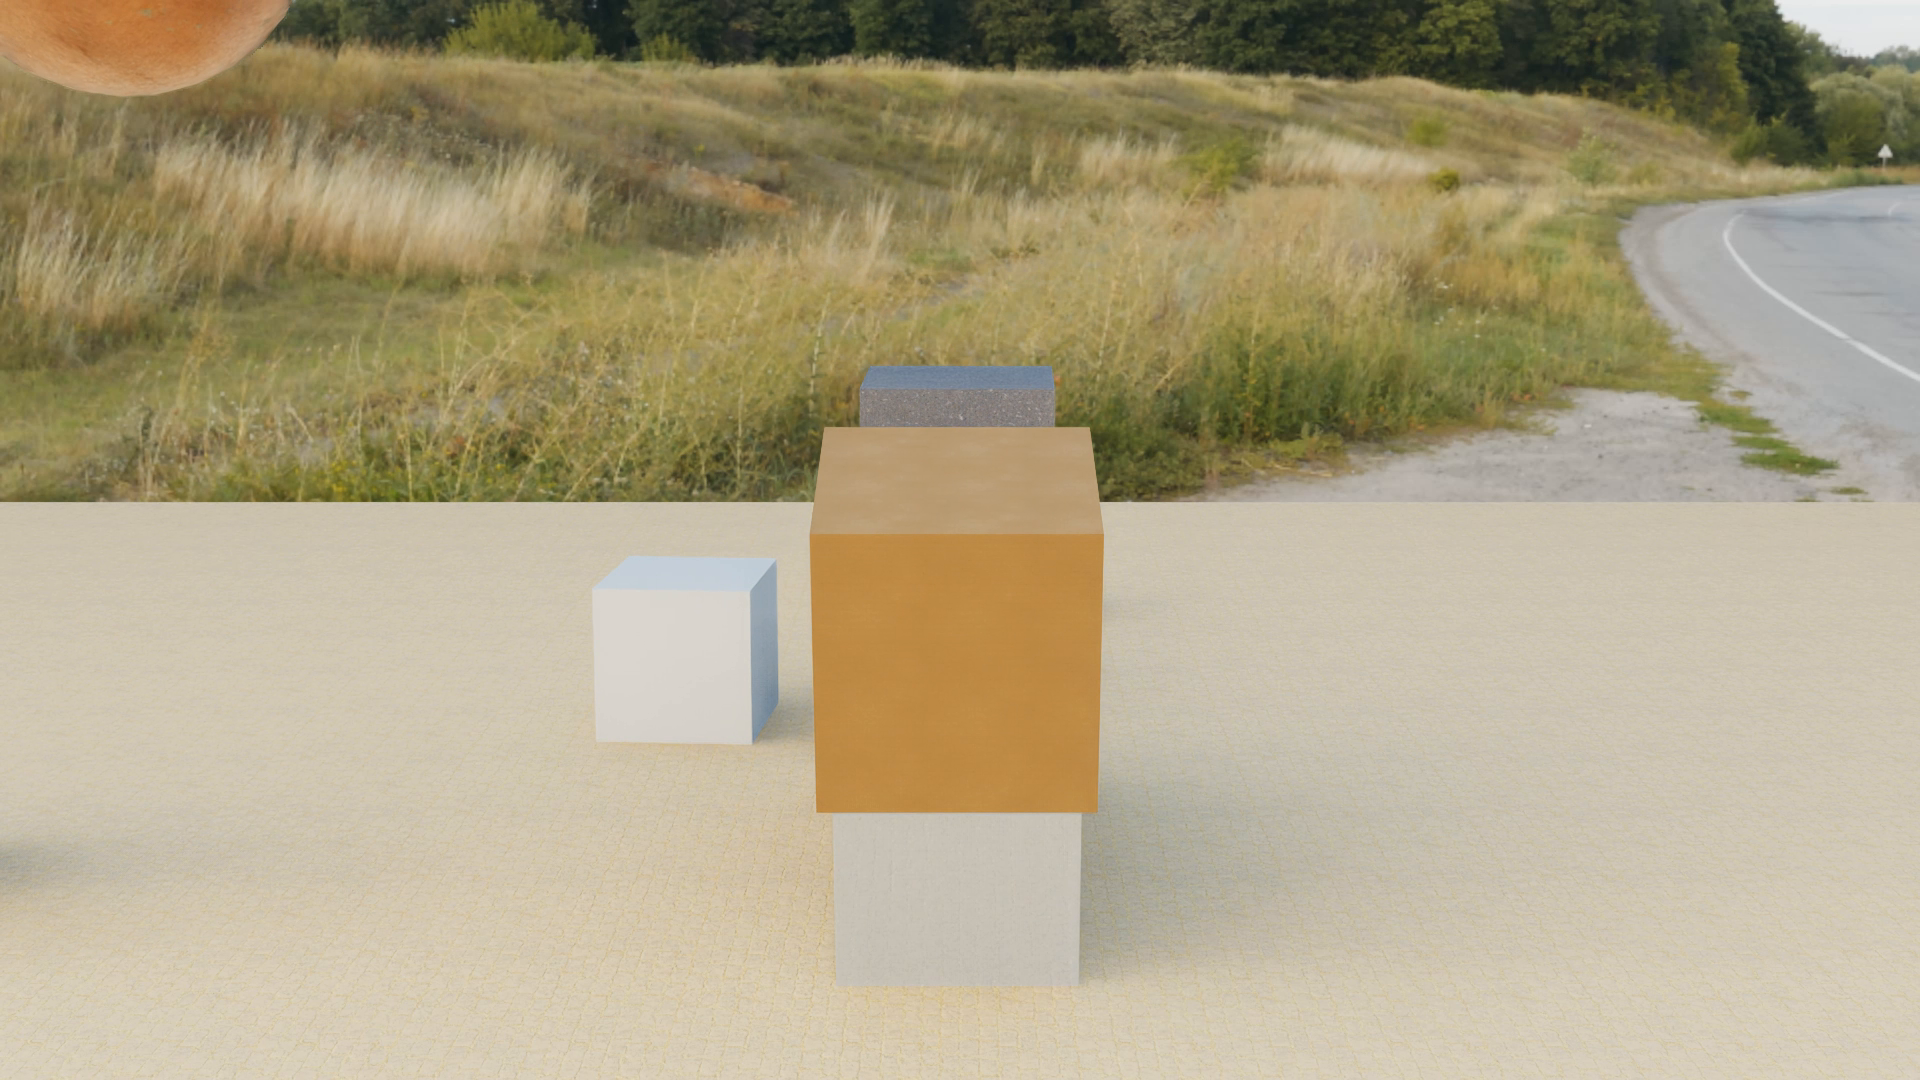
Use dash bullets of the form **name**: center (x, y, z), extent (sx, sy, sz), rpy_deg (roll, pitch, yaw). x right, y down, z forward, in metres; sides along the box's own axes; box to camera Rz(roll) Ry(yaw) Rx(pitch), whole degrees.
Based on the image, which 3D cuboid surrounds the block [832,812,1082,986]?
- **block**: center (-0.009, 1.236, 10.279), extent (0.945, 0.745, 0.878), rpy_deg (0, 21, 0)

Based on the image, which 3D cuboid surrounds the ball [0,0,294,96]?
- **ball**: center (-3.511, -2.660, 10.697), extent (1.600, 1.600, 1.600), rpy_deg (0, 10, 0)

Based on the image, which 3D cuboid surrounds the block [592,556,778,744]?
- **block**: center (-1.482, 0.588, 14.013), extent (0.838, 0.829, 0.938), rpy_deg (1, 10, 5)

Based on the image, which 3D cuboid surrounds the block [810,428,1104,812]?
- **block**: center (-0.012, 0.291, 10.043), extent (1.069, 1.148, 1.117), rpy_deg (0, 23, 0)

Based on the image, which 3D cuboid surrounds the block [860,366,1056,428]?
- **block**: center (-0.004, -0.265, 12.146), extent (0.884, 1.019, 0.935), rpy_deg (0, 10, 1)
